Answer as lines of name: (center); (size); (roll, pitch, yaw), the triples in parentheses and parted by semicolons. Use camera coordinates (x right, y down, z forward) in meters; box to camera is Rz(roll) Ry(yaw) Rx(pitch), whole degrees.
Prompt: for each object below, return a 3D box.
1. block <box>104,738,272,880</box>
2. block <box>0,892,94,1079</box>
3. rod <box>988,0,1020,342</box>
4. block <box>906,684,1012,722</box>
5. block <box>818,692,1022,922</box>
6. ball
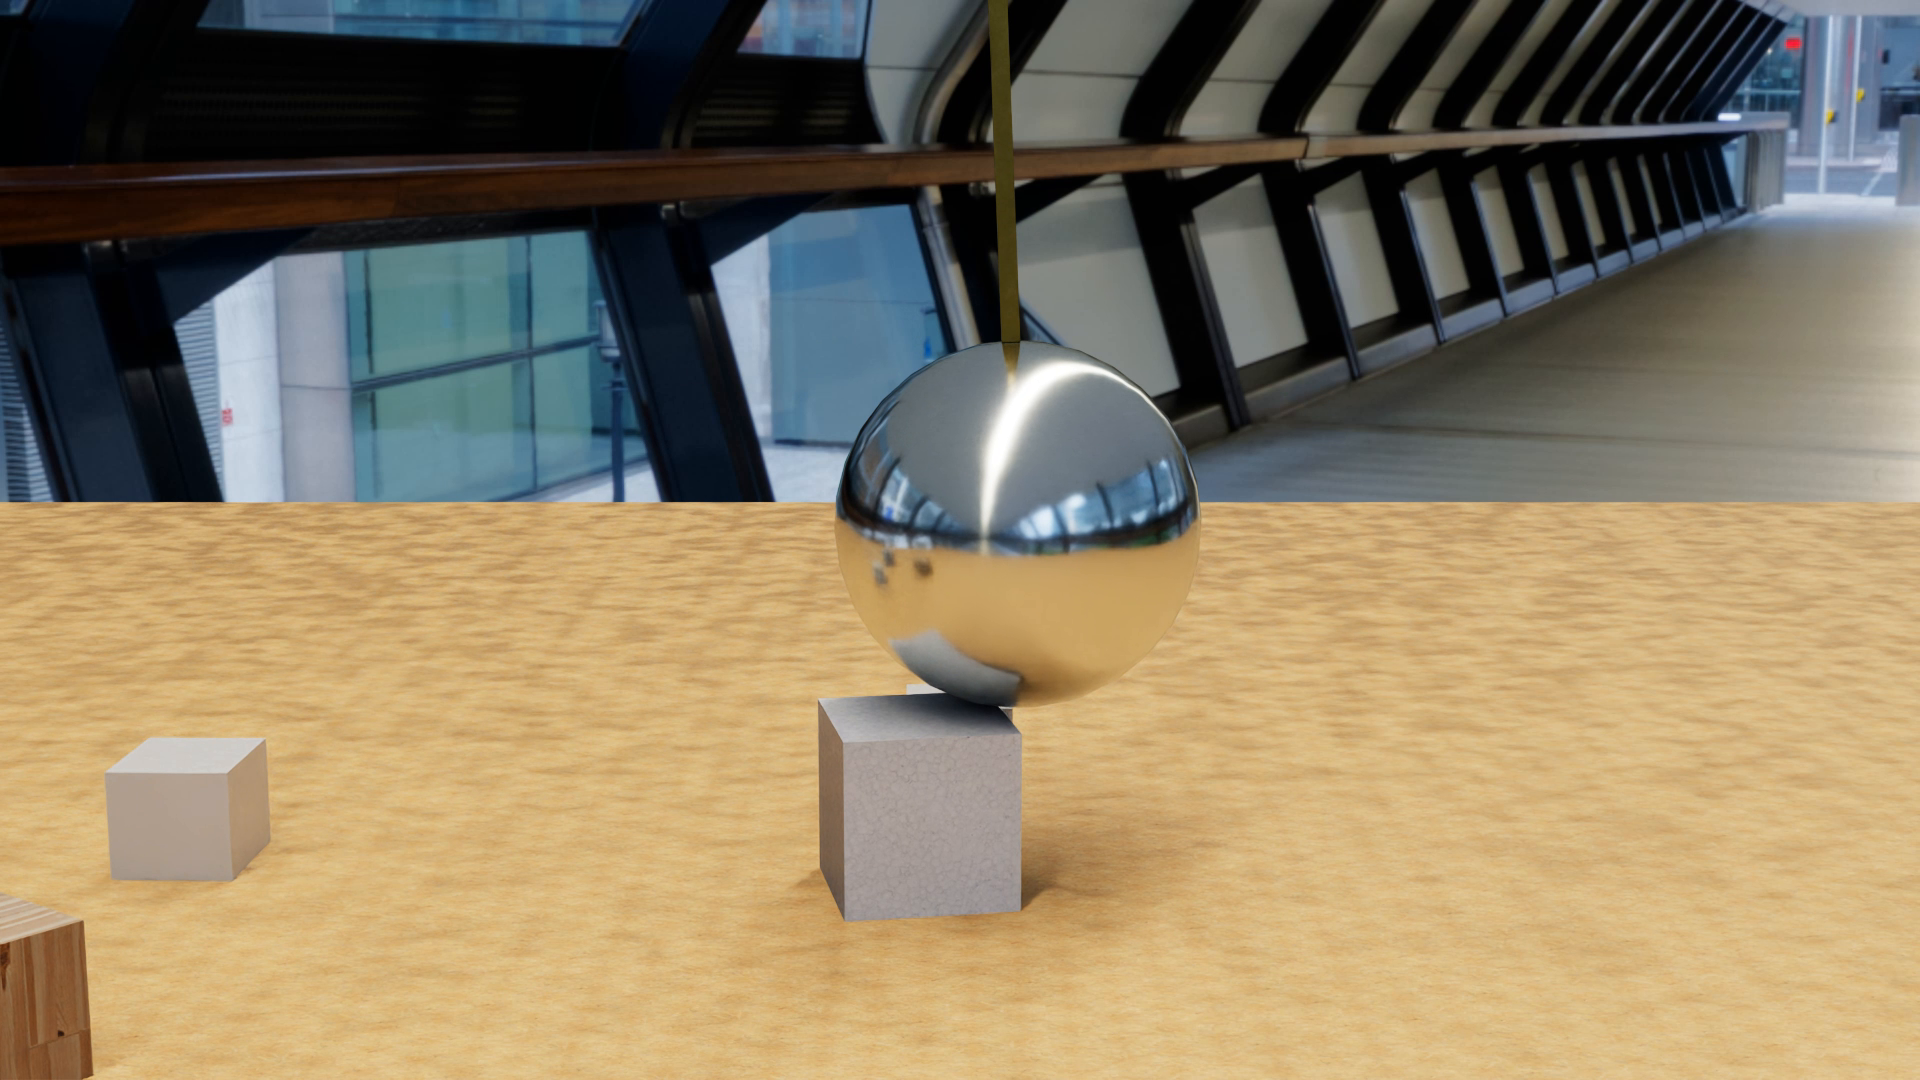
block: (-3.468, 1.206, 11.559); (0.539, 0.492, 0.603); (0, 10, 1)
block: (-3.535, 1.633, 8.978); (0.627, 0.575, 0.692); (8, 13, 37)
rod: (0.109, -3.411, 10.560); (0.080, 5.200, 0.080); (-2, 10, 0)
block: (-0.006, 1.019, 12.470); (0.503, 0.534, 0.503); (0, 10, -1)
block: (-0.185, 1.139, 11.130); (0.756, 0.776, 0.776); (-2, 10, -11)
ball: (0.252, -0.069, 11.168); (1.600, 1.600, 1.600); (0, 10, 0)
